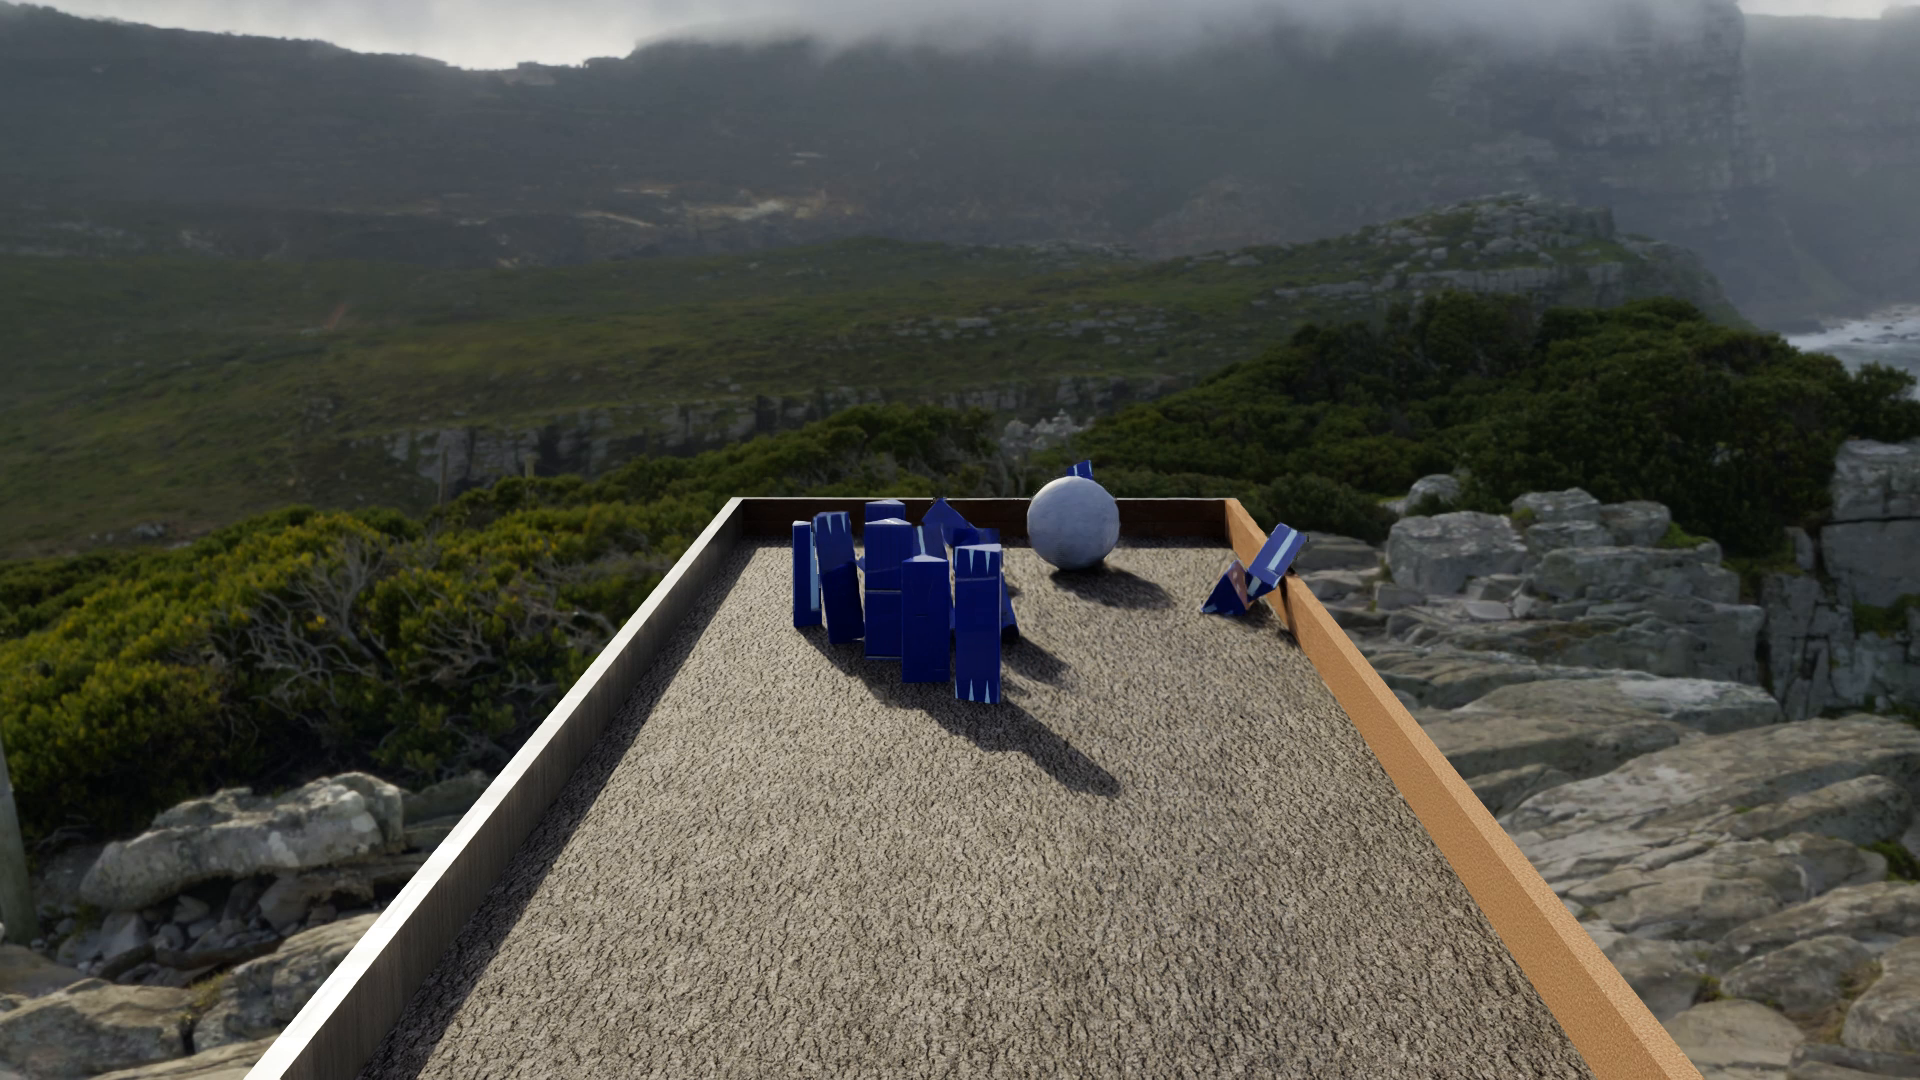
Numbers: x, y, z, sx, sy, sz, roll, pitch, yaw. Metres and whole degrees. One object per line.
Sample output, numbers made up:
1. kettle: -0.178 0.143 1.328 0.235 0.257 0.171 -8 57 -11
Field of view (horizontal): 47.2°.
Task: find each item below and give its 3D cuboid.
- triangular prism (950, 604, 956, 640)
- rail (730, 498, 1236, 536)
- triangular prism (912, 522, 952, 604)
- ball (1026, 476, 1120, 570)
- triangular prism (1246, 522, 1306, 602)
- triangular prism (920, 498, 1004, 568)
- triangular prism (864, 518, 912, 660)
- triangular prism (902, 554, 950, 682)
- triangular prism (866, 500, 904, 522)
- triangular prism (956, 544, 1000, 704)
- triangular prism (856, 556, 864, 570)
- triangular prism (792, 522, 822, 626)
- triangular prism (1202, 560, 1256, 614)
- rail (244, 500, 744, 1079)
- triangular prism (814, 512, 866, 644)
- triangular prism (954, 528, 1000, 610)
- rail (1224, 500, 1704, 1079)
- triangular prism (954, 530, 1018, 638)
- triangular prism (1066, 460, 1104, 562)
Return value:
1. triangular prism: -0.130 0.148 6.988 0.079 0.390 0.091 -34 -21 -21
2. rail: 0.099 -0.098 9.147 2.100 0.150 0.050 0 9 1
3. triangular prism: -0.077 0.130 7.060 0.129 0.345 0.112 -11 -11 20
4. ball: 0.427 -0.064 8.279 0.354 0.354 0.354 0 9 0
5. triangular prism: 1.048 0.060 7.414 0.109 0.094 0.436 -30 8 31
6. triangular prism: 0.023 -0.021 8.113 0.332 0.096 0.111 40 33 21
7. triangular prism: -0.209 0.149 6.727 0.148 0.420 0.128 1 9 6
8. triangular prism: -0.104 0.228 6.431 0.139 0.356 0.120 -1 9 -5
9. triangular prism: -0.230 0.079 7.188 0.131 0.414 0.114 2 9 12
10. triangular prism: 0.081 0.230 6.181 0.143 0.431 0.124 6 11 33
11. triangular prism: -0.175 0.174 6.911 0.361 0.083 0.096 46 -3 22
12. triangular prism: -0.521 0.109 7.245 0.102 0.337 0.088 -5 10 -29
13. triangular prism: 0.933 0.156 7.584 0.151 0.131 0.315 3 9 14
14. rail: -1.004 0.839 3.234 0.050 0.150 12.000 0 9 1
15. triangular prism: -0.398 0.115 6.984 0.119 0.402 0.103 -10 8 -20
16. triangular prism: 0.079 0.117 7.253 0.131 0.313 0.151 -3 4 -36
17. rail: 1.046 0.843 3.208 0.050 0.150 12.000 0 9 1
18. triangular prism: 0.111 0.152 7.052 0.139 0.332 0.121 -29 -26 30
19. triangular prism: 0.507 -0.106 8.534 0.110 0.388 0.095 -21 -30 28
